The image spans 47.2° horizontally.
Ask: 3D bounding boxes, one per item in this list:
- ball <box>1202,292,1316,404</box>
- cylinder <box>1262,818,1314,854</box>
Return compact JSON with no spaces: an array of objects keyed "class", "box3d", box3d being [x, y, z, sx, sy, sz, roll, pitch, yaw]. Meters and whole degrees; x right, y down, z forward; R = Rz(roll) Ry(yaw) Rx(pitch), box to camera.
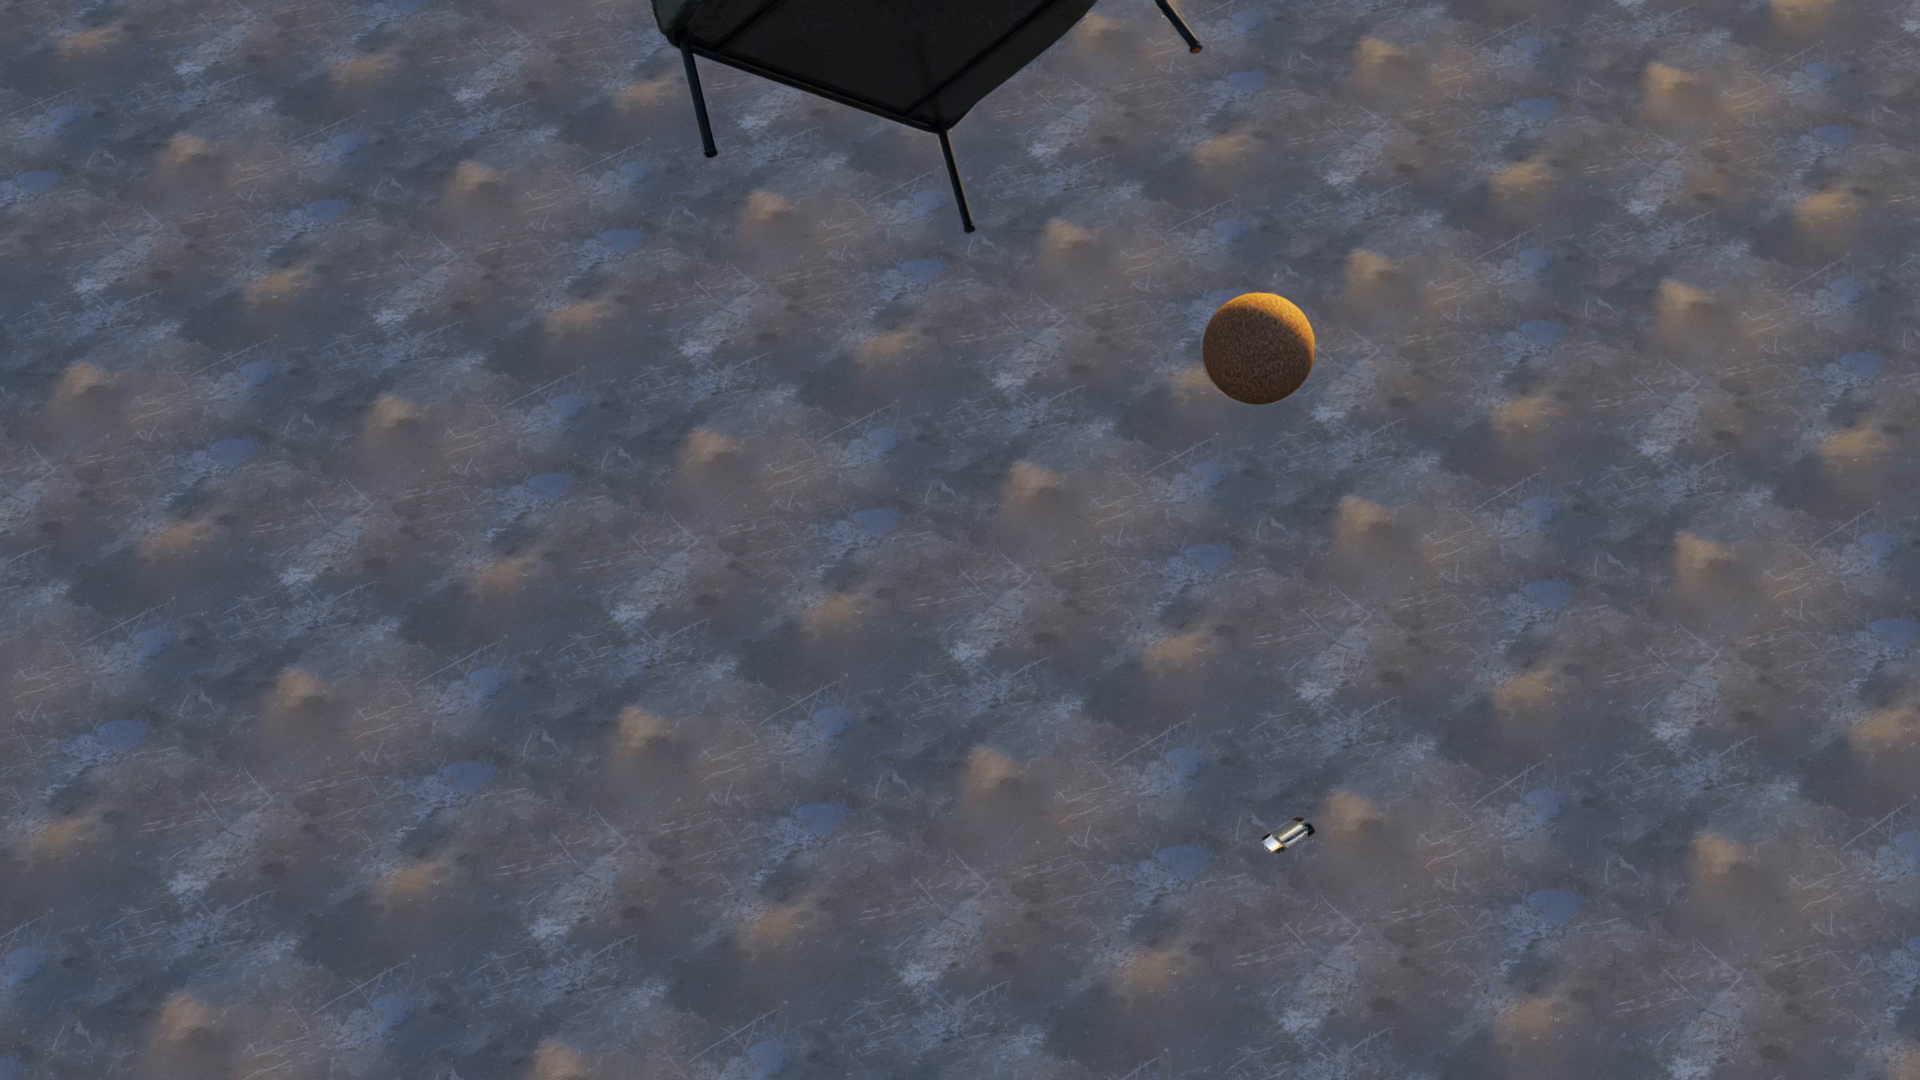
[{"class":"ball","box3d":[0.608,-0.390,4.476,0.228,0.228,0.228,0,56,0]},{"class":"cylinder","box3d":[0.572,0.514,3.829,0.064,0.071,0.035,-27,99,-22]}]
